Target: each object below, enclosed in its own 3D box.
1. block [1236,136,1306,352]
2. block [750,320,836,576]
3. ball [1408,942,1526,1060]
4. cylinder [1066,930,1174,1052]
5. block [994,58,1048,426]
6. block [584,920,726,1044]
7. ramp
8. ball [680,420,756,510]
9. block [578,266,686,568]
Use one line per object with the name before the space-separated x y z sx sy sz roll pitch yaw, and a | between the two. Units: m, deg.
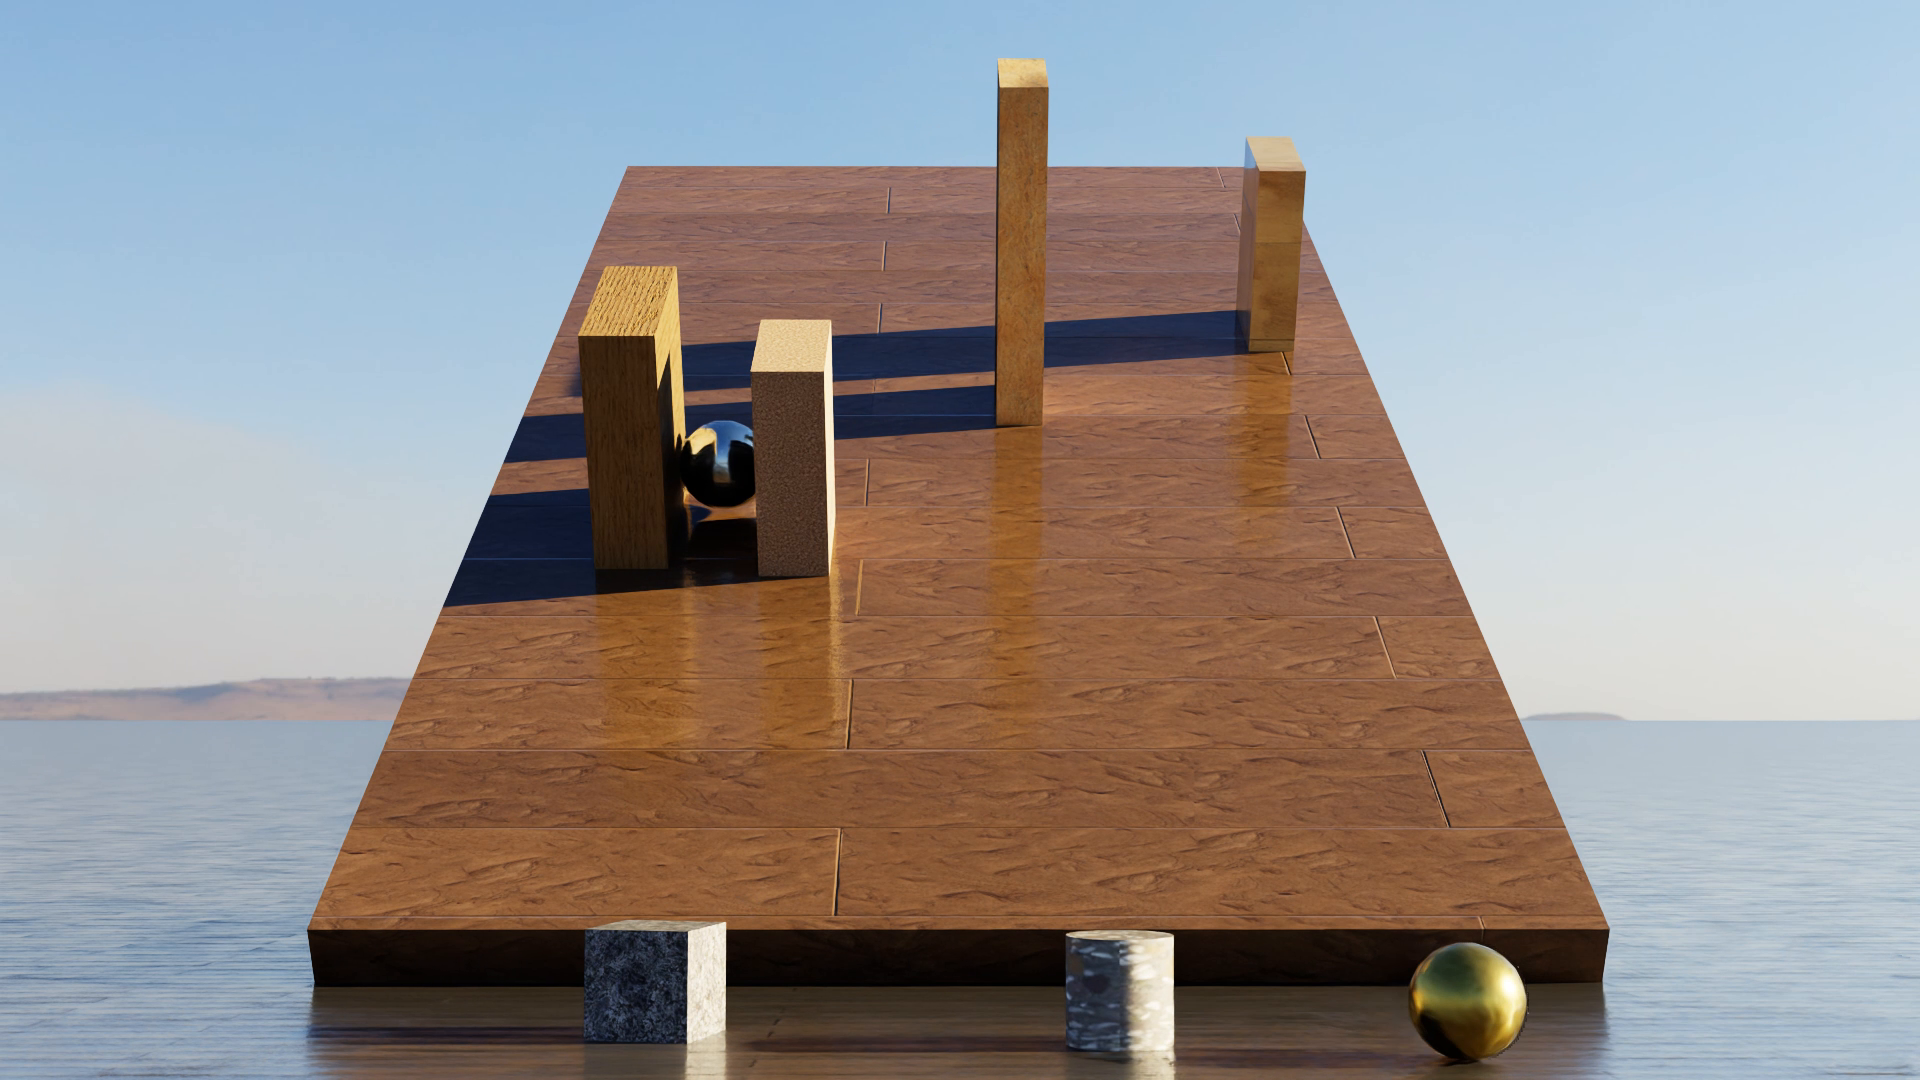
block | 0.769 -0.737 5.846 0.111 0.460 0.293 0 26 0
block | -0.331 -0.186 4.726 0.141 0.439 0.281 0 26 0
ball | 0.612 0.557 2.840 0.141 0.141 0.141 0 -4 0
cylinder | 0.202 0.569 2.980 0.137 0.137 0.137 0 -4 0
block | 0.136 -0.670 5.330 0.105 0.787 0.246 0 26 0
block | -0.396 0.573 3.066 0.141 0.141 0.141 -1 -4 14
ramp | -0.010 -0.229 5.434 2.000 0.100 4.000 0 26 0
ball | -0.493 -0.157 4.924 0.187 0.187 0.187 0 -4 0
block | -0.659 -0.254 4.795 0.147 0.499 0.402 0 26 0
